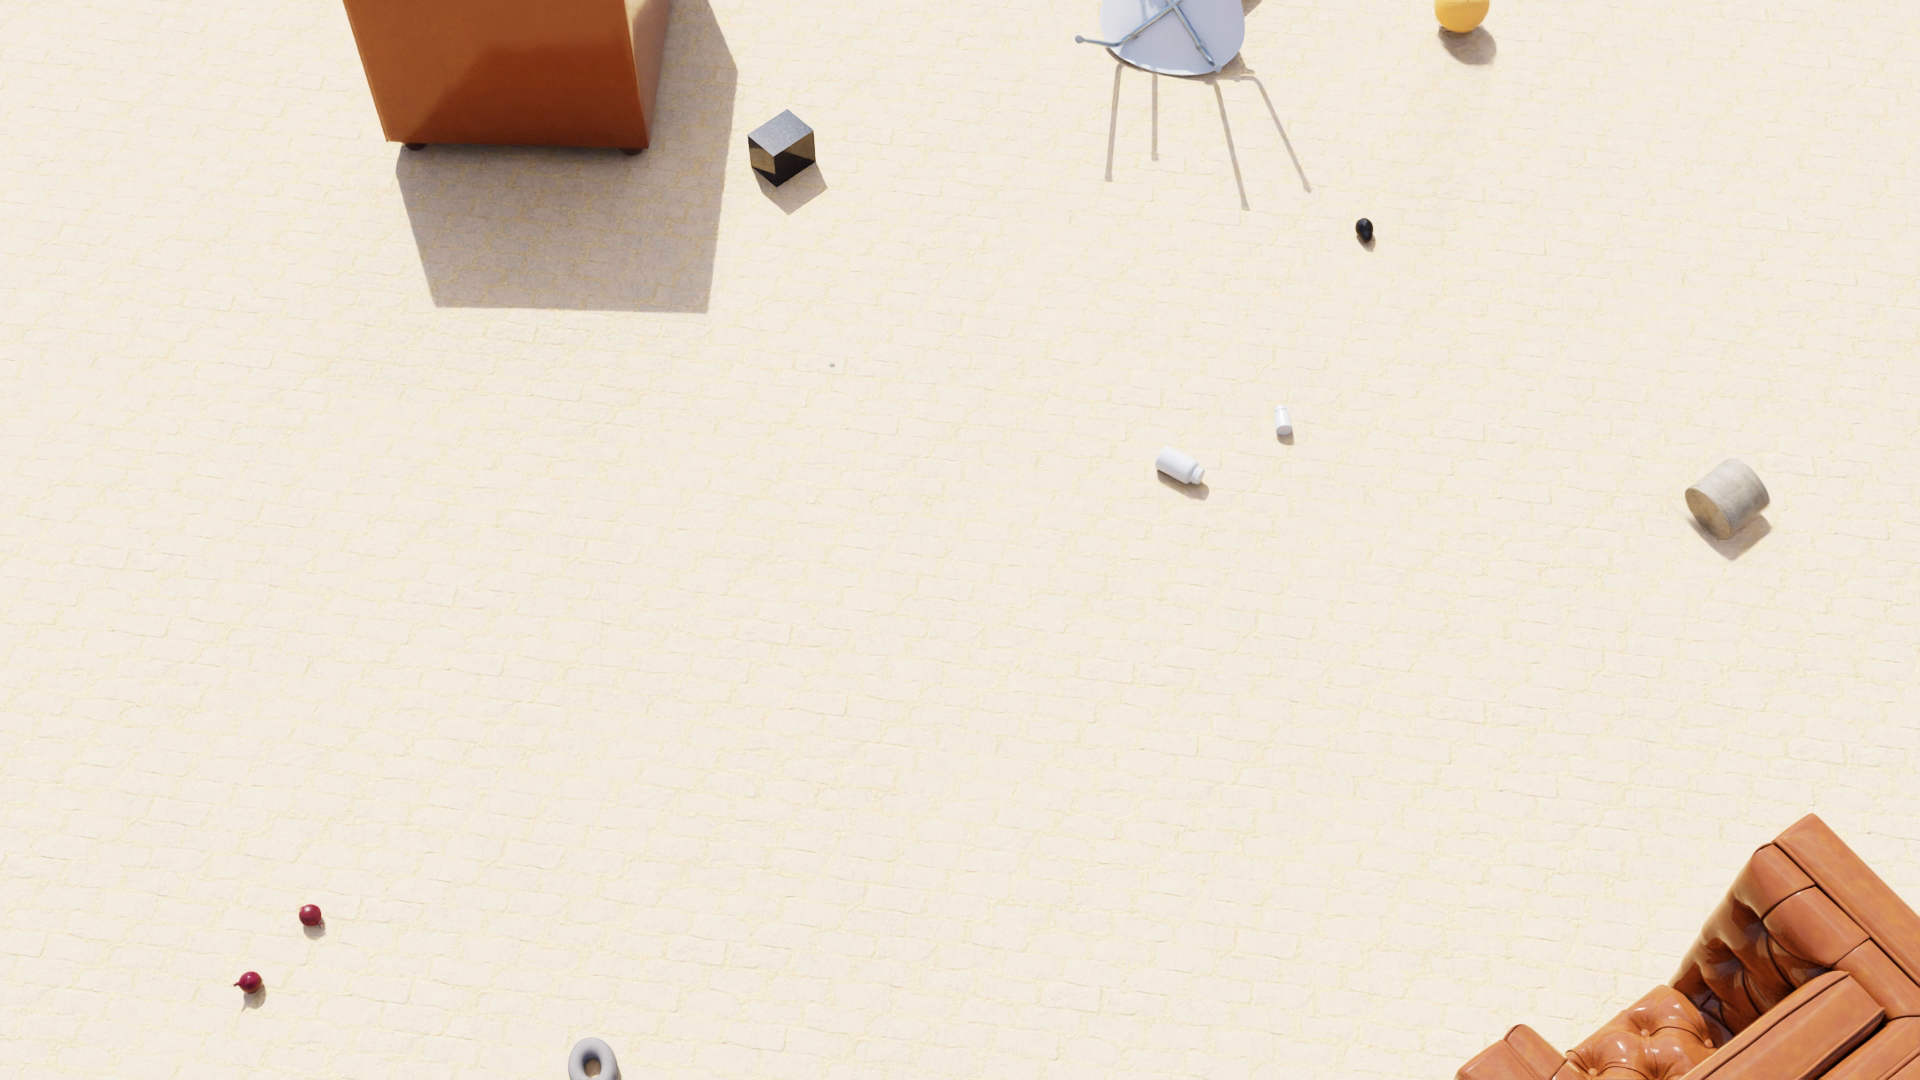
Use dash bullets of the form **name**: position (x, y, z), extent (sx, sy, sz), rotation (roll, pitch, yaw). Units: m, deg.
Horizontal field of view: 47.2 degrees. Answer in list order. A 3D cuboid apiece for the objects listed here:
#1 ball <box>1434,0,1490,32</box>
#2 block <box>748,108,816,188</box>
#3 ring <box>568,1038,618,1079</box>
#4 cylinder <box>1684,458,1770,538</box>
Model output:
- **ball**: position (1.761, -1.880, 7.719), extent (0.193, 0.193, 0.193), rotation (0, 56, 0)
- **block**: position (-0.596, -1.313, 7.365), extent (0.175, 0.148, 0.135), rotation (-38, 64, -22)
- **ring**: position (-0.940, 1.354, 5.630), extent (0.126, 0.059, 0.170), rotation (-15, 56, -8)
- **cylinder**: position (2.296, -0.126, 6.581), extent (0.180, 0.122, 0.186), rotation (-33, 80, -20)
